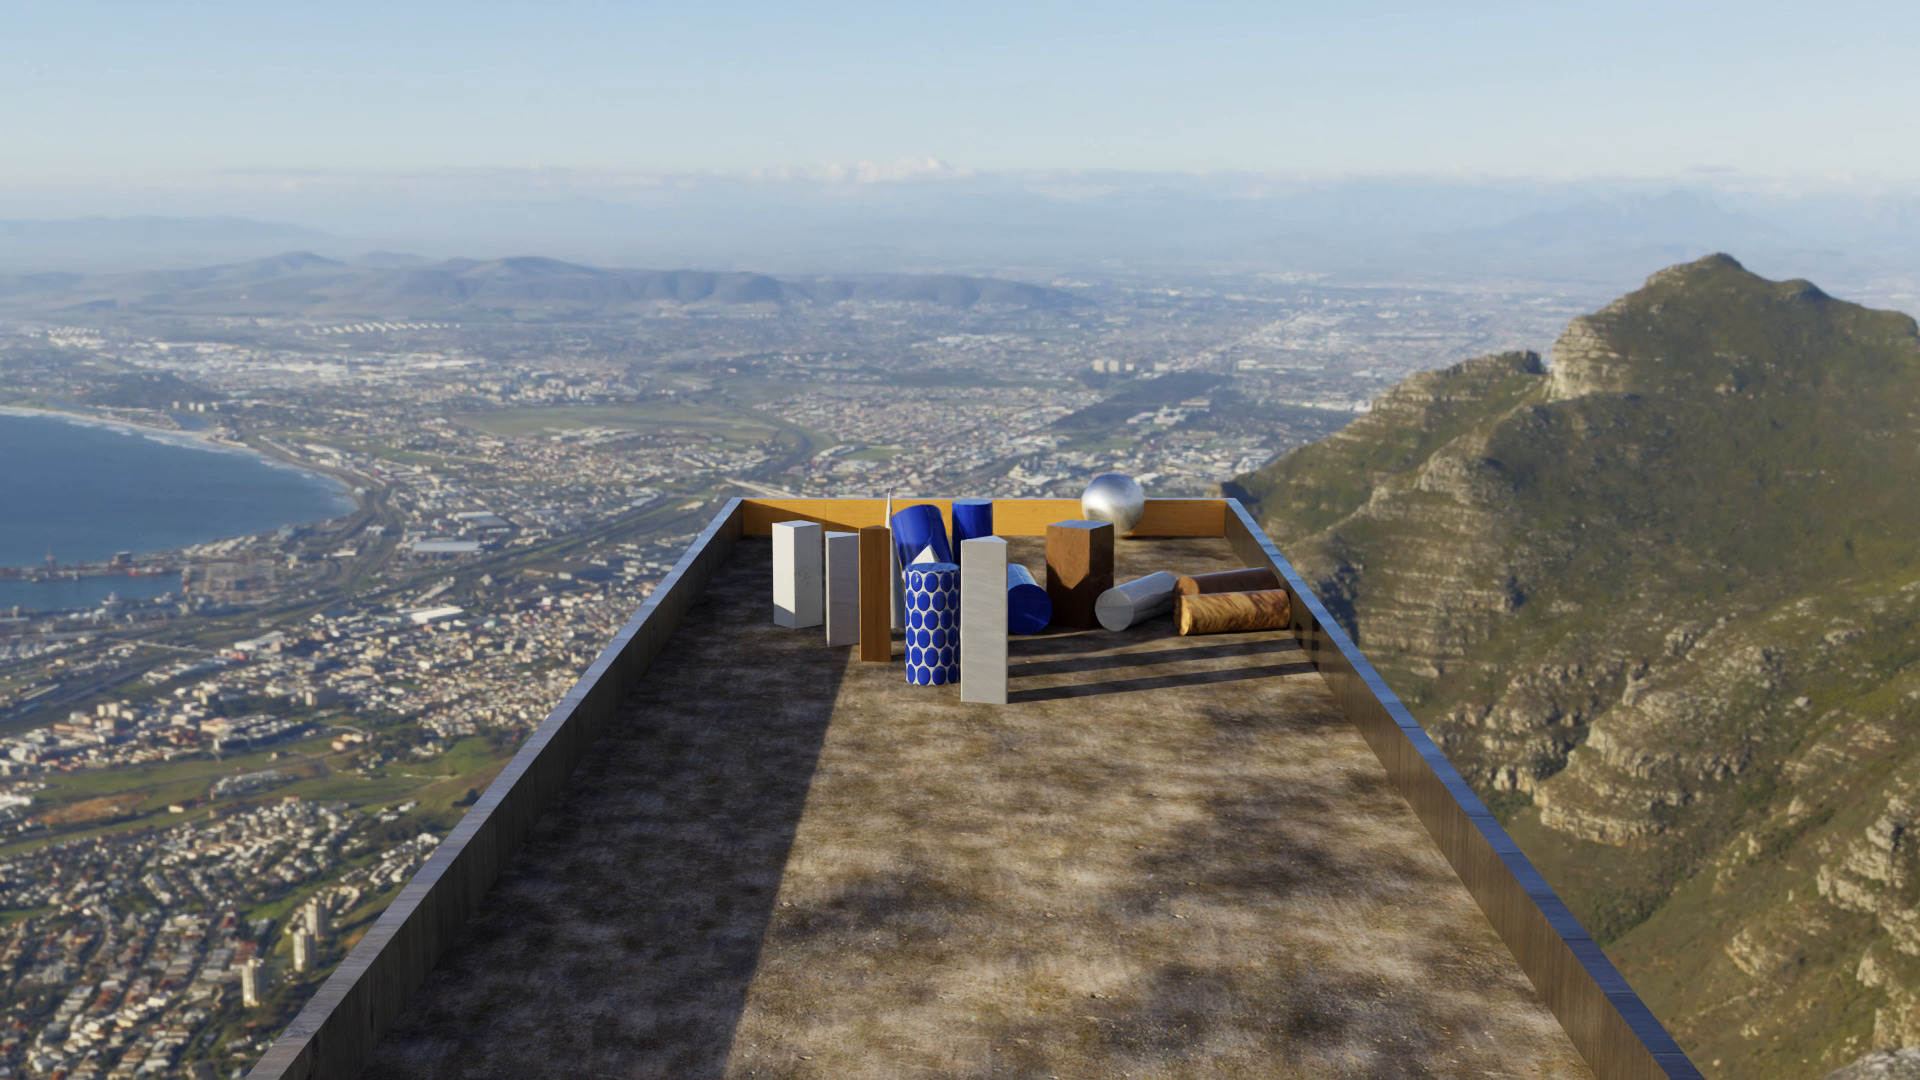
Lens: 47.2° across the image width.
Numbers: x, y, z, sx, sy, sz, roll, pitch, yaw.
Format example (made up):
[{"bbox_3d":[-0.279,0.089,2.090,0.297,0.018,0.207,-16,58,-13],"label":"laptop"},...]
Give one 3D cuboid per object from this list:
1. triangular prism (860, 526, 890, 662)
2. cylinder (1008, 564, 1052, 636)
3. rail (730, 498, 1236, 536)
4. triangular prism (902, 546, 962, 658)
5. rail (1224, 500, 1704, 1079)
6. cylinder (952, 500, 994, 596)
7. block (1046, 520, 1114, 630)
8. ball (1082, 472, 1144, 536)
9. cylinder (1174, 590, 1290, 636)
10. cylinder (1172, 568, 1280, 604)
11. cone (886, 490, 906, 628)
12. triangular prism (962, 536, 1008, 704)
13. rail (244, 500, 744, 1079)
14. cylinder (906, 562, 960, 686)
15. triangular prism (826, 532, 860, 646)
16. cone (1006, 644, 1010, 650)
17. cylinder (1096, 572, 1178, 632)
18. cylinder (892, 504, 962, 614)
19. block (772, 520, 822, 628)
[{"bbox_3d":[-0.253,0.162,6.688,0.093,0.407,0.080,1,9,6],"label":"triangular prism"},{"bbox_3d":[0.196,0.193,7.256,0.168,0.168,0.388,-1,9,-5],"label":"cylinder"},{"bbox_3d":[0.099,-0.098,9.147,2.100,0.150,0.050,0,9,1],"label":"rail"},{"bbox_3d":[-0.056,0.189,6.795,0.144,0.125,0.381,-3,43,-18],"label":"triangular prism"},{"bbox_3d":[1.046,0.843,3.208,0.050,0.150,12.000,0,9,1],"label":"rail"},{"bbox_3d":[0.043,0.078,7.205,0.133,0.409,0.133,-1,9,0],"label":"cylinder"},{"bbox_3d":[0.396,0.112,7.246,0.162,0.331,0.162,6,11,33],"label":"block"},{"bbox_3d":[0.624,-0.144,8.976,0.259,0.259,0.259,0,9,0],"label":"ball"},{"bbox_3d":[0.882,0.233,7.129,0.357,0.128,0.128,-3,9,-18],"label":"cylinder"},{"bbox_3d":[0.889,0.185,7.340,0.335,0.158,0.158,-6,11,-33],"label":"cylinder"},{"bbox_3d":[-0.229,0.054,7.210,0.109,0.456,0.109,0,9,0],"label":"cone"},{"bbox_3d":[0.082,0.221,6.162,0.132,0.455,0.114,2,9,15],"label":"triangular prism"},{"bbox_3d":[-1.004,0.839,3.234,0.050,0.150,12.000,0,9,1],"label":"rail"},{"bbox_3d":[-0.080,0.243,6.412,0.160,0.333,0.160,0,9,0],"label":"cylinder"},{"bbox_3d":[-0.391,0.151,6.951,0.136,0.346,0.118,-6,11,-34],"label":"triangular prism"},{"bbox_3d":[0.071,0.176,6.843,0.169,0.330,0.169,0,9,0],"label":"cone"},{"bbox_3d":[0.595,0.201,7.294,0.140,0.140,0.380,5,10,29],"label":"cylinder"},{"bbox_3d":[-0.102,0.097,7.079,0.167,0.390,0.167,-11,-25,-5],"label":"cylinder"},{"bbox_3d":[-0.534,0.112,7.232,0.114,0.335,0.114,-8,12,-40],"label":"block"}]
